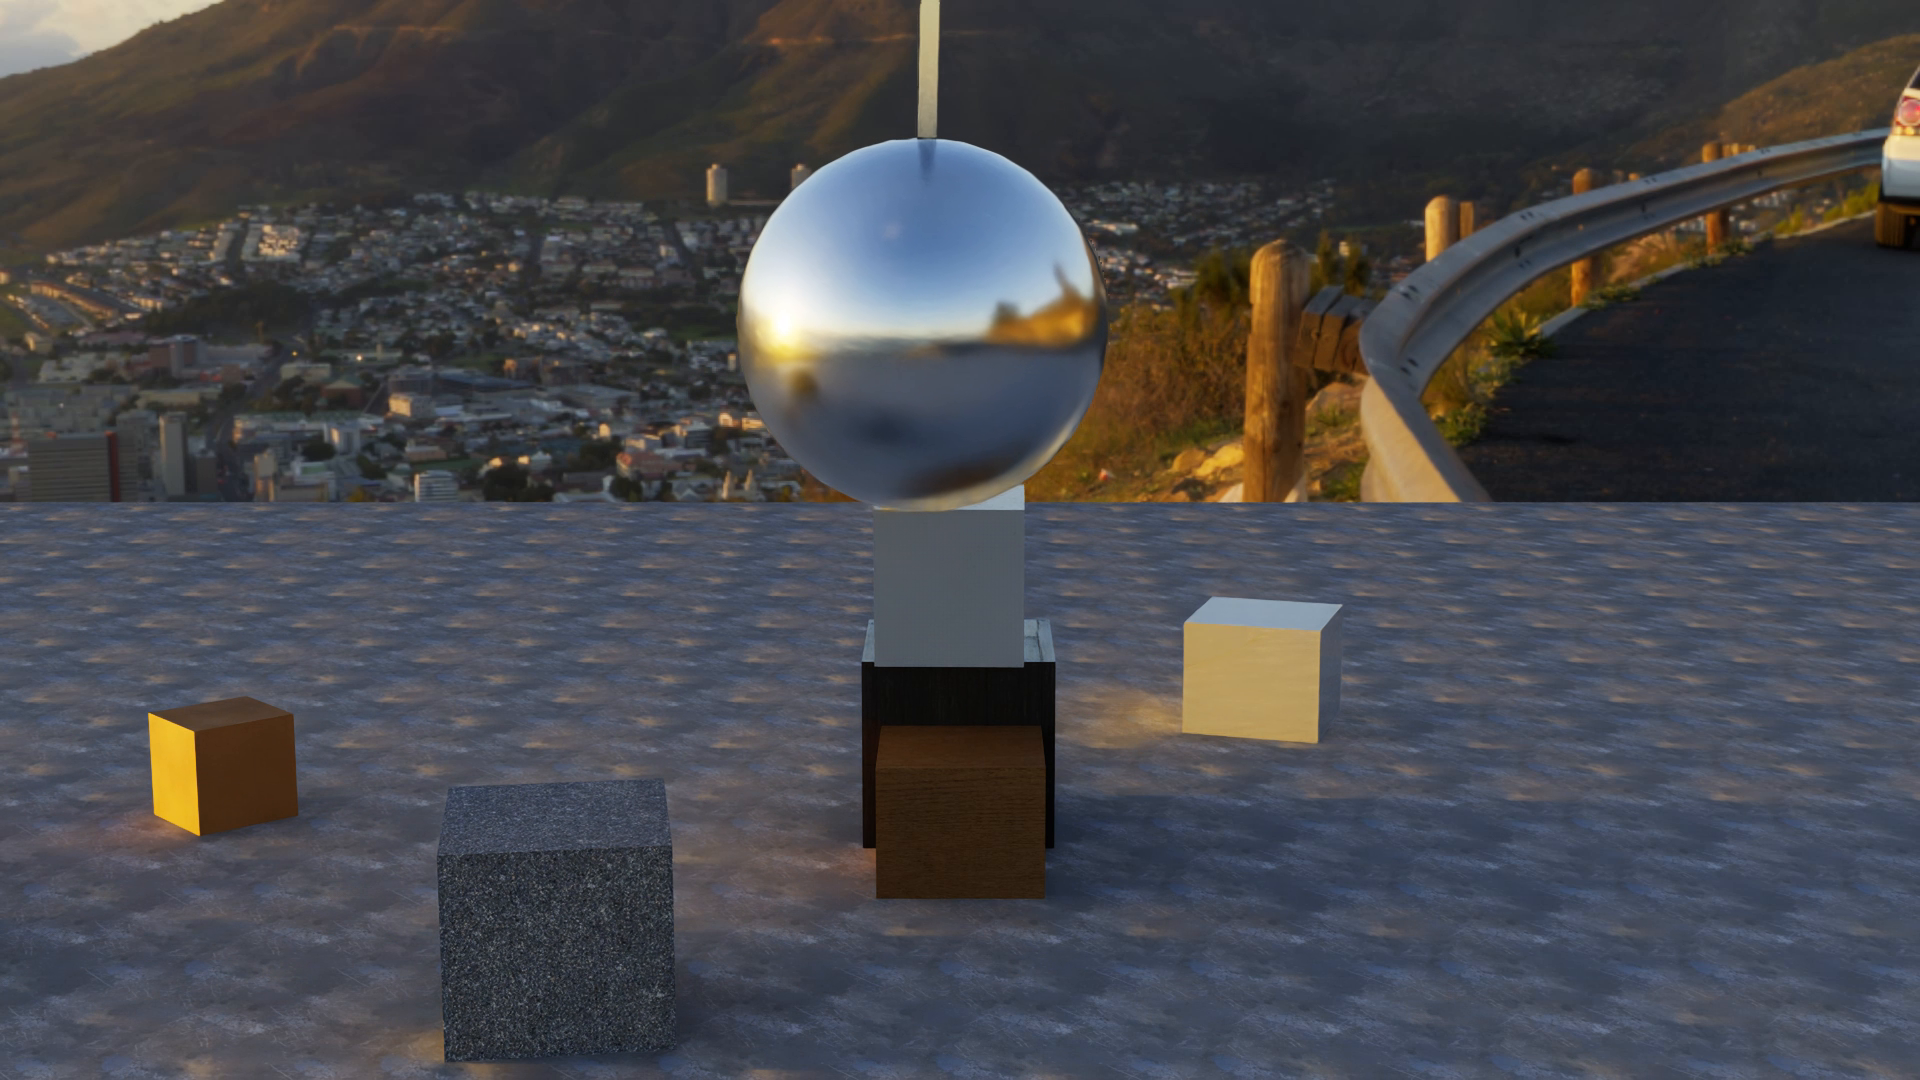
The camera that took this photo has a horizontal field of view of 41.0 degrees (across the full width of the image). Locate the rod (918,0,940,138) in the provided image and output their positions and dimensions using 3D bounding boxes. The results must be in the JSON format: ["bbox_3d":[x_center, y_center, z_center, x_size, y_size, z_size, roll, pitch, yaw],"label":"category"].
[{"bbox_3d":[-0.070,-4.263,10.405,0.080,5.200,0.080,2,10,0],"label":"rod"}]

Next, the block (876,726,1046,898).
[{"bbox_3d":[0.004,1.195,11.366,0.727,0.581,0.729,0,10,0],"label":"block"}]

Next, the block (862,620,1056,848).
[{"bbox_3d":[-0.005,0.902,12.151,0.879,0.878,0.914,0,10,0],"label":"block"}]

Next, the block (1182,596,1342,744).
[{"bbox_3d":[1.659,0.699,14.016,0.733,0.610,0.717,3,11,17],"label":"block"}]

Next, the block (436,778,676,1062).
[{"bbox_3d":[-1.510,1.408,9.658,0.830,0.773,0.900,-2,10,-8],"label":"block"}]

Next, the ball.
[{"bbox_3d":[-0.161,-0.919,11.013,1.600,1.600,1.600,0,10,0],"label":"ball"}]

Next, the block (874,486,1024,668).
[{"bbox_3d":[-0.041,0.156,11.796,0.671,0.717,0.695,0,10,1],"label":"block"}]

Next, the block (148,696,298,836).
[{"bbox_3d":[-3.521,1.072,12.267,0.504,0.501,0.483,-9,14,-41],"label":"block"}]
